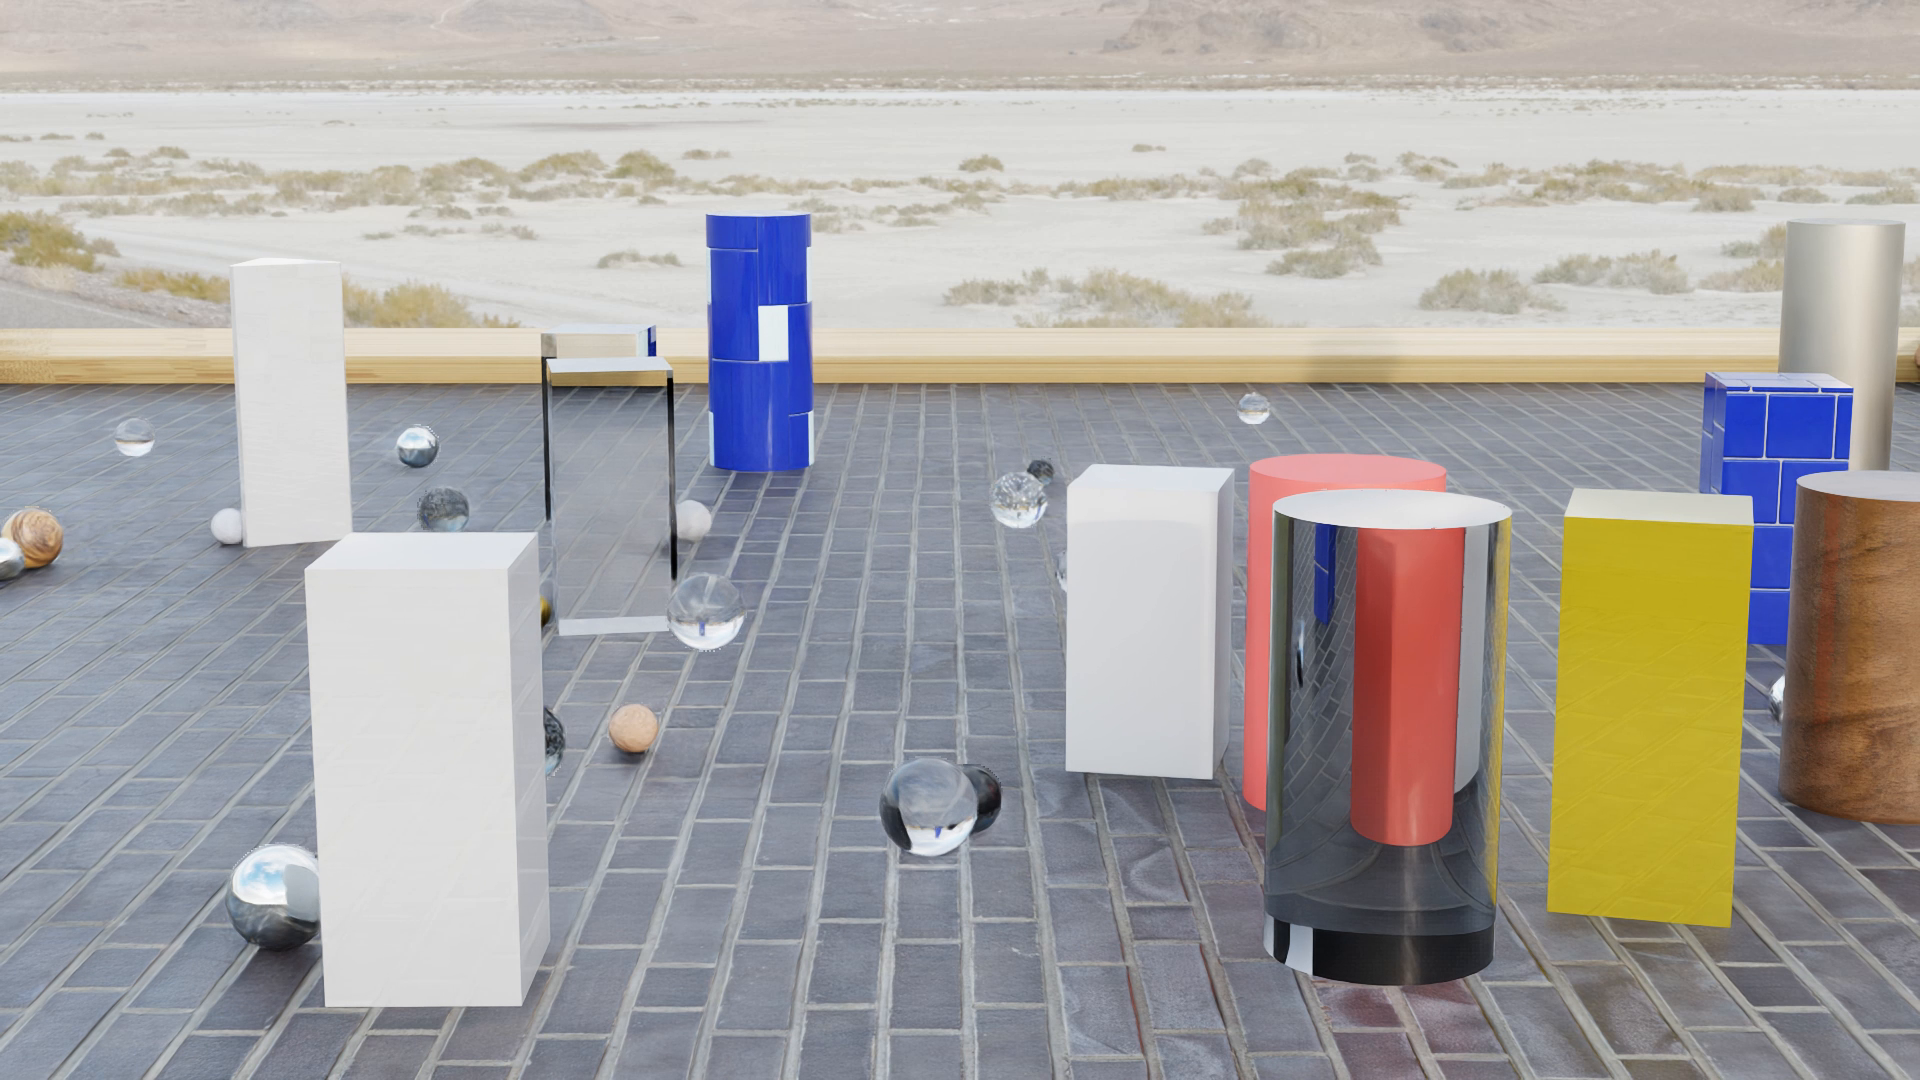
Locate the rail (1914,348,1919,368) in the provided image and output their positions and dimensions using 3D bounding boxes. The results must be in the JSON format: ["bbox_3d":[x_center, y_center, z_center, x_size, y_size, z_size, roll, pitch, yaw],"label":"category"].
[{"bbox_3d":[2.221,0.030,3.462,0.045,0.124,4.999,0,11,0],"label":"rail"}]

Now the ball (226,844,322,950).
[{"bbox_3d":[-0.565,0.297,2.132,0.087,0.087,0.087,0,11,0],"label":"ball"}]

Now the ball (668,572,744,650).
[{"bbox_3d":[-0.316,0.089,3.190,0.096,0.096,0.096,0,11,0],"label":"ball"}]

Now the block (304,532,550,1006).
[{"bbox_3d":[-0.420,0.179,2.050,0.153,0.349,0.153,0,11,-1],"label":"block"}]

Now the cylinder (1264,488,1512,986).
[{"bbox_3d":[0.349,0.157,2.111,0.192,0.371,0.192,0,11,0],"label":"cylinder"}]

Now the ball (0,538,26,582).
[{"bbox_3d":[-1.362,0.028,3.648,0.061,0.061,0.061,0,11,0],"label":"ball"}]

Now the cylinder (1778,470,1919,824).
[{"bbox_3d":[0.922,0.102,2.549,0.192,0.317,0.192,0,11,0],"label":"cylinder"}]

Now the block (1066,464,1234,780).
[{"bbox_3d":[0.201,0.082,2.704,0.153,0.300,0.153,2,11,12],"label":"block"}]

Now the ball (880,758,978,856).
[{"bbox_3d":[-0.029,0.248,2.383,0.091,0.091,0.091,0,11,0],"label":"ball"}]

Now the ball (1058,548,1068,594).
[{"bbox_3d":[0.177,0.043,3.497,0.088,0.088,0.088,0,11,0],"label":"ball"}]

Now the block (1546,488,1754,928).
[{"bbox_3d":[0.605,0.142,2.250,0.153,0.349,0.153,3,11,16],"label":"block"}]

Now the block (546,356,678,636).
[{"bbox_3d":[-0.456,-0.061,3.363,0.153,0.341,0.153,-2,11,-11],"label":"block"}]

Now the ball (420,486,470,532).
[{"bbox_3d":[-0.803,-0.045,3.996,0.077,0.077,0.077,0,11,0],"label":"ball"}]

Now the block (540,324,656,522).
[{"bbox_3d":[-0.581,-0.191,4.159,0.153,0.305,0.153,1,11,5],"label":"block"}]

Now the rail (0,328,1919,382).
[{"bbox_3d":[-0.014,-0.421,5.883,4.490,0.124,0.045,0,11,0],"label":"rail"}]

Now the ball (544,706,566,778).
[{"bbox_3d":[-0.447,0.207,2.615,0.088,0.088,0.088,0,11,0],"label":"ball"}]

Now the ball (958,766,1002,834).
[{"bbox_3d":[0.008,0.248,2.454,0.065,0.065,0.065,0,11,0],"label":"ball"}]

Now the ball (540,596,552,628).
[{"bbox_3d":[-0.555,0.094,3.332,0.048,0.048,0.048,0,11,0],"label":"ball"}]

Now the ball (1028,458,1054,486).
[{"bbox_3d":[0.141,-0.118,4.471,0.047,0.047,0.047,0,11,0],"label":"ball"}]

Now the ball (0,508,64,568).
[{"bbox_3d":[-1.353,-0.002,3.742,0.087,0.087,0.087,0,11,0],"label":"ball"}]

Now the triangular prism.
[{"bbox_3d":[-1.049,-0.218,3.970,0.166,0.427,0.144,-5,12,-27],"label":"triangular prism"}]

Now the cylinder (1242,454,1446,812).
[{"bbox_3d":[0.381,0.094,2.550,0.192,0.334,0.192,0,11,0],"label":"cylinder"}]

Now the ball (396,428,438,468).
[{"bbox_3d":[-0.987,-0.168,4.664,0.075,0.075,0.075,0,11,0],"label":"ball"}]

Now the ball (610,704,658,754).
[{"bbox_3d":[-0.348,0.201,2.741,0.052,0.052,0.052,0,11,0],"label":"ball"}]

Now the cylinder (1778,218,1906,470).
[{"bbox_3d":[1.499,-0.312,4.383,0.192,0.461,0.192,0,11,0],"label":"cylinder"}]

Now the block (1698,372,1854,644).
[{"bbox_3d":[1.042,-0.043,3.299,0.153,0.328,0.153,1,11,6],"label":"block"}]

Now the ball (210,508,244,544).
[{"bbox_3d":[-1.119,-0.021,3.931,0.055,0.055,0.055,0,11,0],"label":"ball"}]

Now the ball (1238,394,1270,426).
[{"bbox_3d":[0.597,-0.266,5.218,0.066,0.066,0.066,0,11,0],"label":"ball"}]

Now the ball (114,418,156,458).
[{"bbox_3d":[-1.541,-0.190,4.792,0.073,0.073,0.073,0,11,0],"label":"ball"}]

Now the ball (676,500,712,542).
[{"bbox_3d":[-0.415,-0.028,3.945,0.064,0.064,0.064,0,11,0],"label":"ball"}]

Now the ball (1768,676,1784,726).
[{"bbox_3d":[0.926,0.178,2.830,0.066,0.066,0.066,0,11,0],"label":"ball"}]

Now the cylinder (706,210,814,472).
[{"bbox_3d":[-0.365,-0.366,4.684,0.192,0.458,0.192,0,11,0],"label":"cylinder"}]

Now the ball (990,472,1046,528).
[{"bbox_3d":[0.093,-0.063,4.060,0.090,0.090,0.090,0,11,0],"label":"ball"}]
